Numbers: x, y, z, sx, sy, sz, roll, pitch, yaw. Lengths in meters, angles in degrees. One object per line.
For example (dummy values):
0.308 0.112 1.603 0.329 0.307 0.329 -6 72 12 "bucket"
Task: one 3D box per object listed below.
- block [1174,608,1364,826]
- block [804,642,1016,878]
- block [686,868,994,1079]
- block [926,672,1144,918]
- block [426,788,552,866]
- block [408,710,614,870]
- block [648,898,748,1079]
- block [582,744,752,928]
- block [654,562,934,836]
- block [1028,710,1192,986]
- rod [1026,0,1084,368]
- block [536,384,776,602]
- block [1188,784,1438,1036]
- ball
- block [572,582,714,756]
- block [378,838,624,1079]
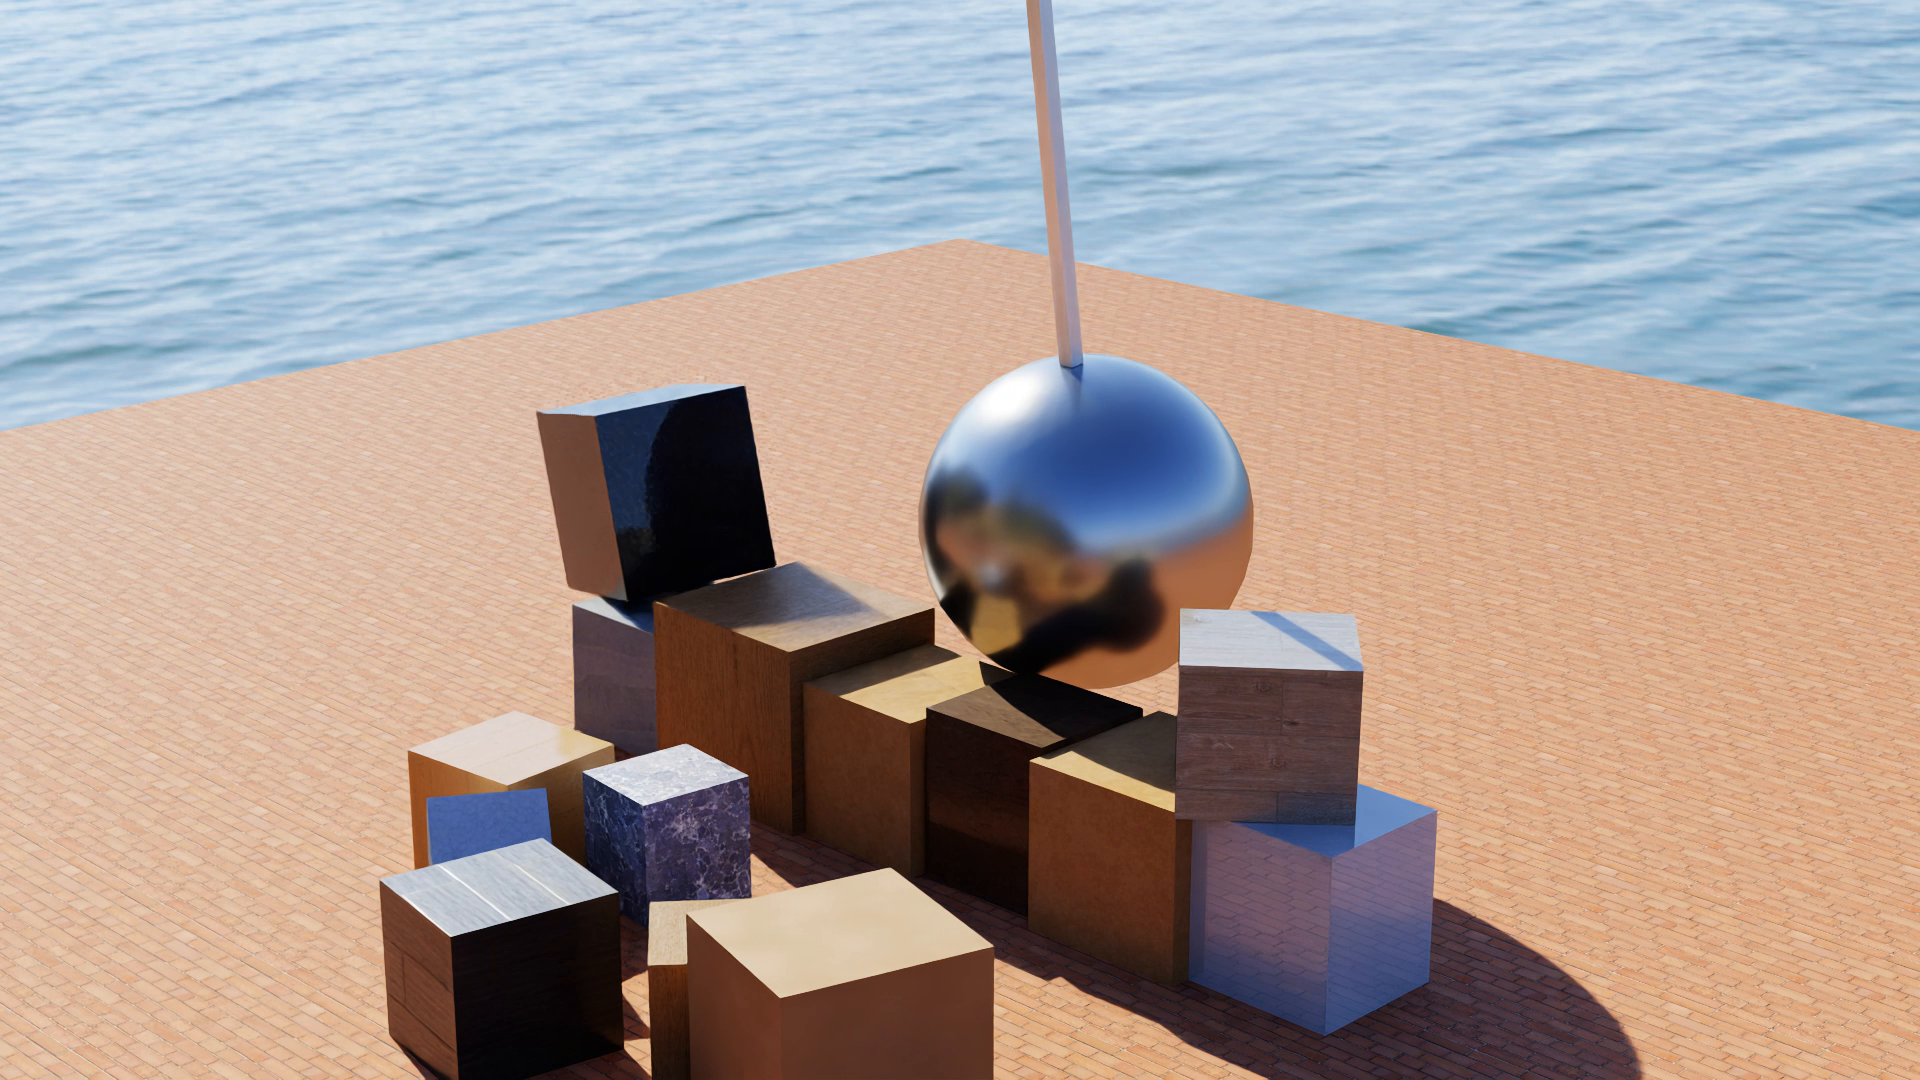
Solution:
1.278 0.731 12.253 0.739 0.675 0.695 2 18 4 "block"
-0.188 1.025 13.819 0.809 0.759 0.732 -16 24 -41 "block"
-0.455 1.850 11.071 0.874 0.831 0.820 -9 20 -28 "block"
0.335 1.150 13.300 0.706 0.830 0.675 16 24 42 "block"
-2.021 1.430 12.638 0.508 0.493 0.498 -4 55 -12 "block"
-2.045 1.227 13.441 0.672 0.599 0.649 14 22 38 "block"
-0.964 1.802 11.748 0.547 0.518 0.590 -1 18 -5 "block"
-1.313 1.322 13.160 0.554 0.586 0.504 -13 22 -36 "block"
-0.809 0.756 14.394 0.929 0.927 1.017 -16 24 -41 "block"
0.896 1.327 12.799 0.831 0.793 0.856 16 24 42 "block"
0.259 -3.197 12.608 0.080 5.200 0.080 17 32 42 "rod"
-1.590 -0.267 15.297 0.832 0.952 0.879 -13 9 -26 "block"
1.475 1.491 12.292 0.705 0.785 0.731 -17 24 -42 "block"
0.598 -0.088 13.941 1.600 1.600 1.600 0 17 0 "ball"
-1.432 0.665 15.069 0.776 0.678 0.798 -15 23 -43 "block"
-1.838 1.704 11.772 0.727 0.690 0.658 -12 21 -33 "block"
